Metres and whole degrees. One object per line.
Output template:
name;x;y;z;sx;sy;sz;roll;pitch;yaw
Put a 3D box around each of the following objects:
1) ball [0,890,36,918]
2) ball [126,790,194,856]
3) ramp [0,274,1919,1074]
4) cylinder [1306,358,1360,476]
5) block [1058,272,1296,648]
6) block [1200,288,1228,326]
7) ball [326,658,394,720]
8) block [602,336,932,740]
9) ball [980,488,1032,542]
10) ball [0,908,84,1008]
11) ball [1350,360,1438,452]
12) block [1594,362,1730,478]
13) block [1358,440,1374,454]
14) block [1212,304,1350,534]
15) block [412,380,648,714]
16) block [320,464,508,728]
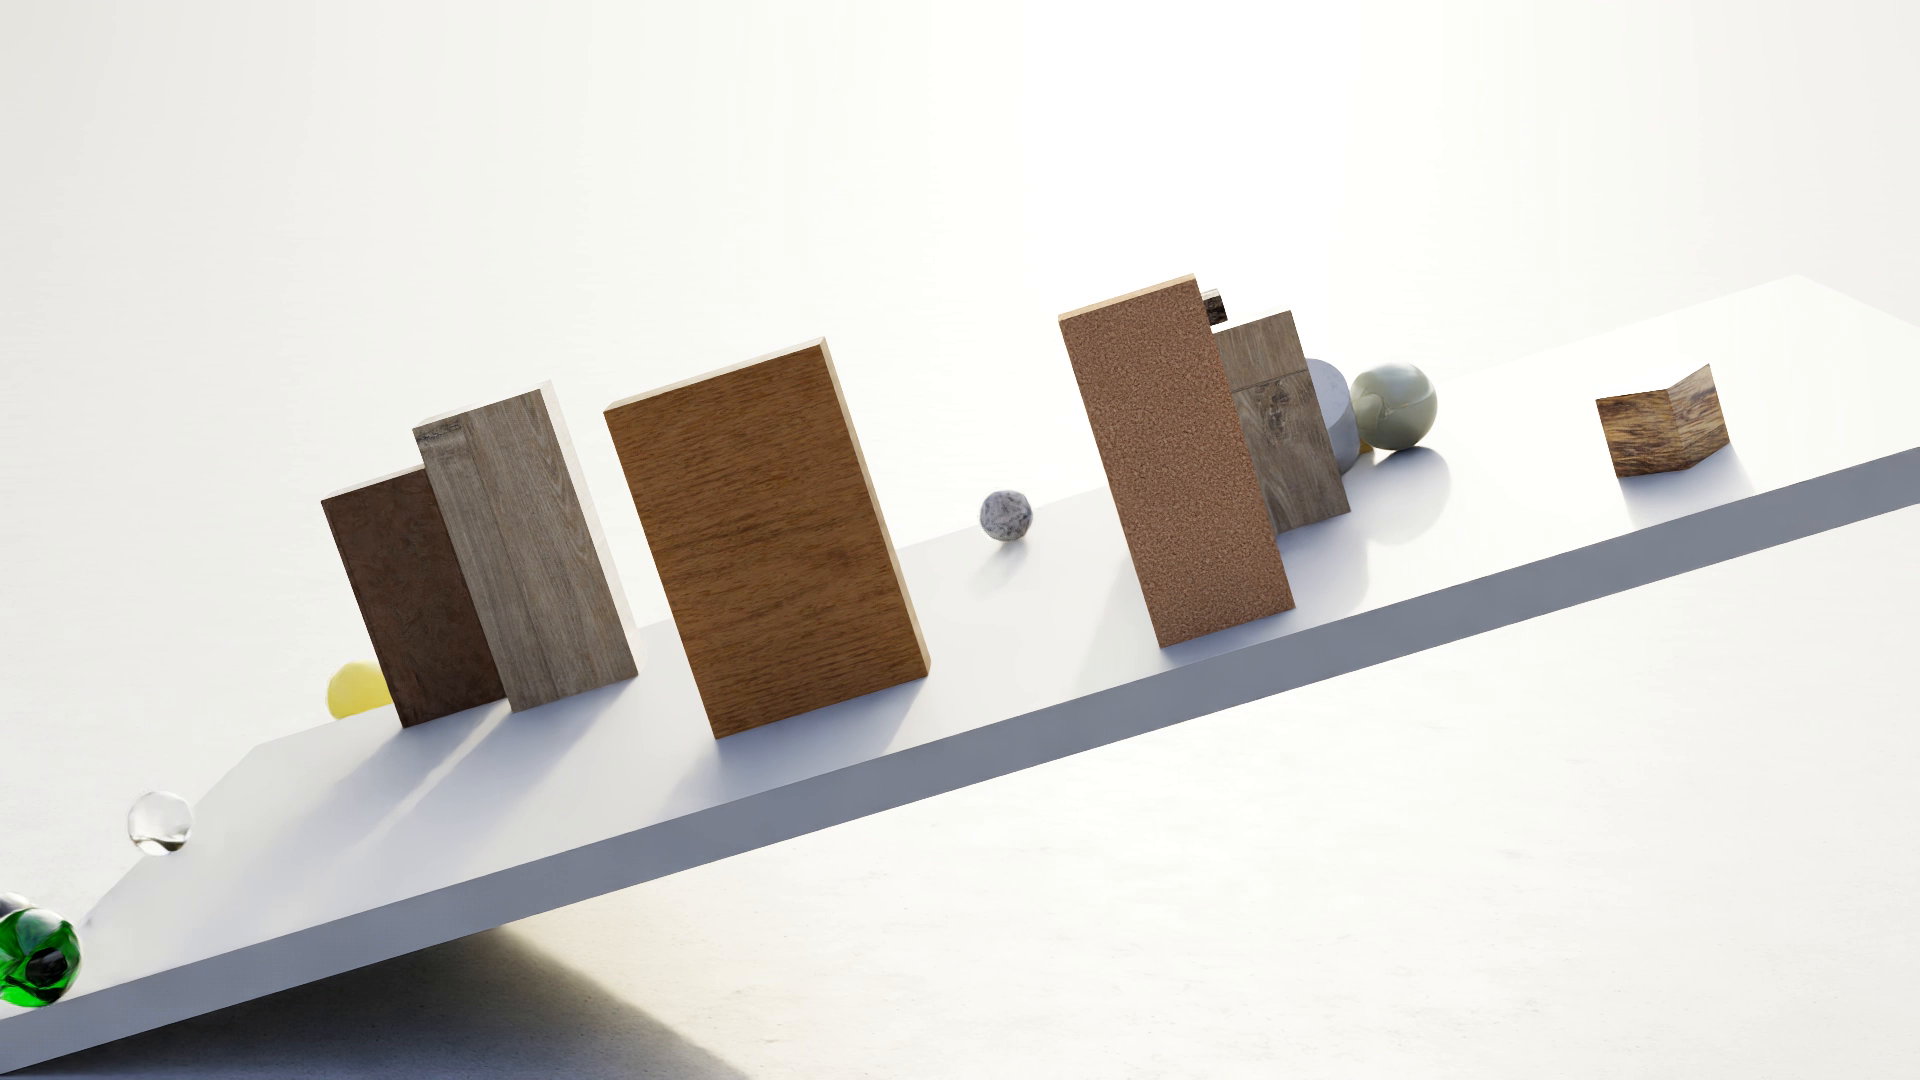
ball;-1.910;0.781;5.853;0.164;0.164;0.164;0;11;0
ball;-1.762;0.623;6.480;0.144;0.144;0.144;0;11;0
ramp;0.099;0.183;6.312;4.000;0.100;2.000;-17;10;5
cylinder;0.759;-0.257;6.415;0.204;0.204;0.204;4;-28;17
block;0.402;-0.146;5.448;0.263;0.641;0.099;-17;10;5
block;0.476;-0.273;6.467;0.337;0.471;0.141;-17;10;5
ball;-1.598;0.422;7.916;0.206;0.206;0.206;0;11;0
block;-0.380;-0.003;5.872;0.449;0.696;0.127;-17;10;5
ball;0.108;-0.058;6.928;0.127;0.127;0.127;0;11;0
ball;-1.734;0.780;5.495;0.186;0.186;0.186;0;11;0
ball;0.960;-0.299;6.533;0.203;0.203;0.203;0;11;0
block;1.345;-0.229;5.629;0.161;0.161;0.161;-7;15;46
block;0.866;-0.260;6.700;0.128;0.128;0.128;-15;11;14
block;0.580;-0.225;6.122;0.346;0.442;0.108;-17;10;5
block;-0.990;0.015;6.804;0.310;0.700;0.149;-17;10;5
block;-1.291;0.128;7.047;0.275;0.583;0.121;-17;10;5
